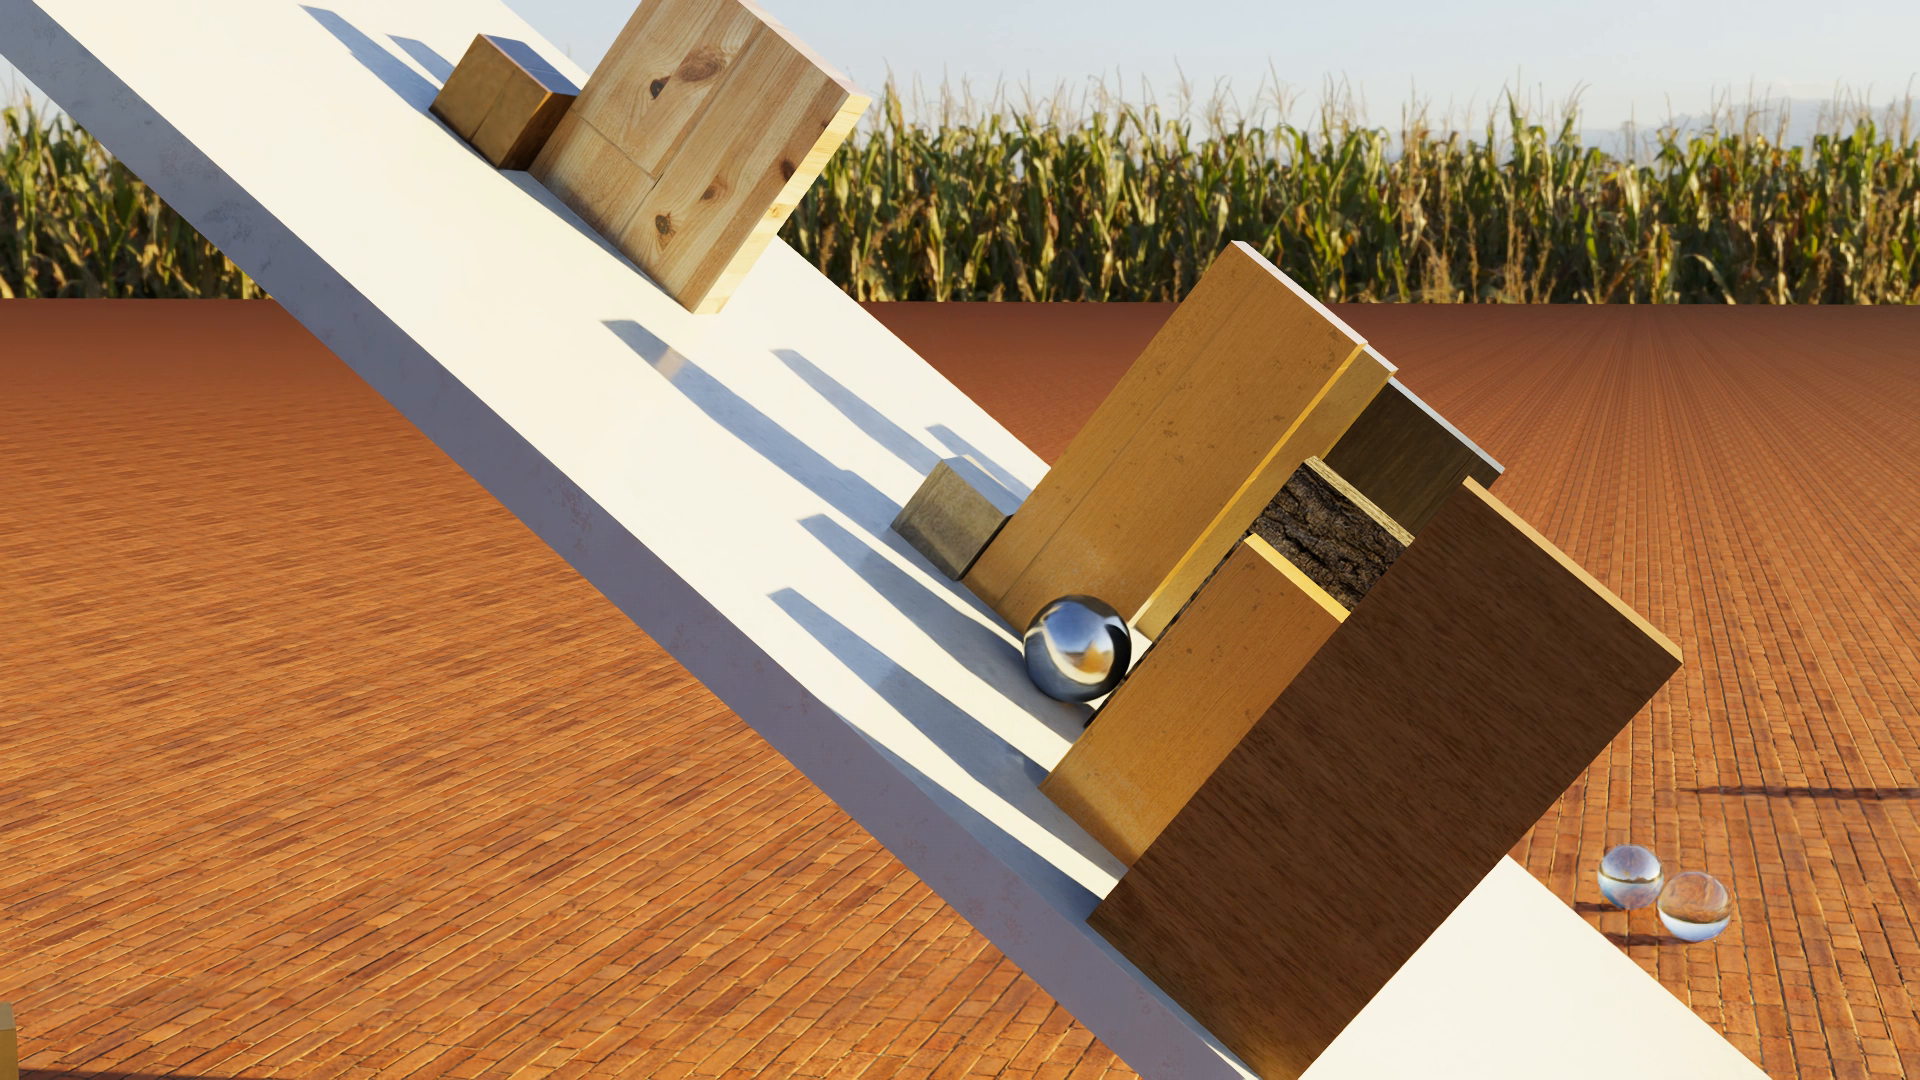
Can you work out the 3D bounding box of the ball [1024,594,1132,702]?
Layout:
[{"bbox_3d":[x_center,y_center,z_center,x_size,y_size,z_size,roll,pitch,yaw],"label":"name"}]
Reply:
[{"bbox_3d":[0.198,0.182,3.700,0.183,0.183,0.183,0,7,0],"label":"ball"}]

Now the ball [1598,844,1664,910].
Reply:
[{"bbox_3d":[1.958,0.984,6.423,0.188,0.188,0.188,0,7,0],"label":"ball"}]

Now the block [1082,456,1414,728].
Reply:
[{"bbox_3d":[0.536,0.205,3.641,0.370,0.581,0.129,41,16,9],"label":"block"}]

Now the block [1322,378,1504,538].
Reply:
[{"bbox_3d":[0.798,0.004,4.622,0.321,0.659,0.134,41,16,9],"label":"block"}]

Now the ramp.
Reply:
[{"bbox_3d":[-0.020,0.071,4.049,4.000,0.100,2.000,41,16,9],"label":"ramp"}]

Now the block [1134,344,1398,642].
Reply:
[{"bbox_3d":[0.530,-0.143,4.356,0.259,0.709,0.128,41,16,9],"label":"block"}]

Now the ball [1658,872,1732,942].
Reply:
[{"bbox_3d":[2.040,1.019,6.105,0.195,0.195,0.195,0,7,0],"label":"ball"}]

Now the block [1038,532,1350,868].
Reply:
[{"bbox_3d":[0.434,0.316,3.272,0.416,0.496,0.098,41,16,9],"label":"block"}]

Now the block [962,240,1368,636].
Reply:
[{"bbox_3d":[0.351,-0.133,3.842,0.276,0.764,0.139,41,16,9],"label":"block"}]

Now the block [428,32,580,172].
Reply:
[{"bbox_3d":[-0.861,-0.834,4.208,0.180,0.180,0.180,40,16,8],"label":"block"}]

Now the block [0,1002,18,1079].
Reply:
[{"bbox_3d":[-2.202,1.163,4.875,0.201,0.201,0.201,-3,8,-26],"label":"block"}]

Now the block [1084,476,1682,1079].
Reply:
[{"bbox_3d":[0.556,0.334,2.949,0.353,0.792,0.111,41,16,9],"label":"block"}]

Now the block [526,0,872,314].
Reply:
[{"bbox_3d":[-0.501,-0.773,4.204,0.440,0.517,0.124,41,16,9],"label":"block"}]

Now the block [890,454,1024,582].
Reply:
[{"bbox_3d":[0.002,-0.041,3.940,0.154,0.154,0.154,41,16,10],"label":"block"}]
